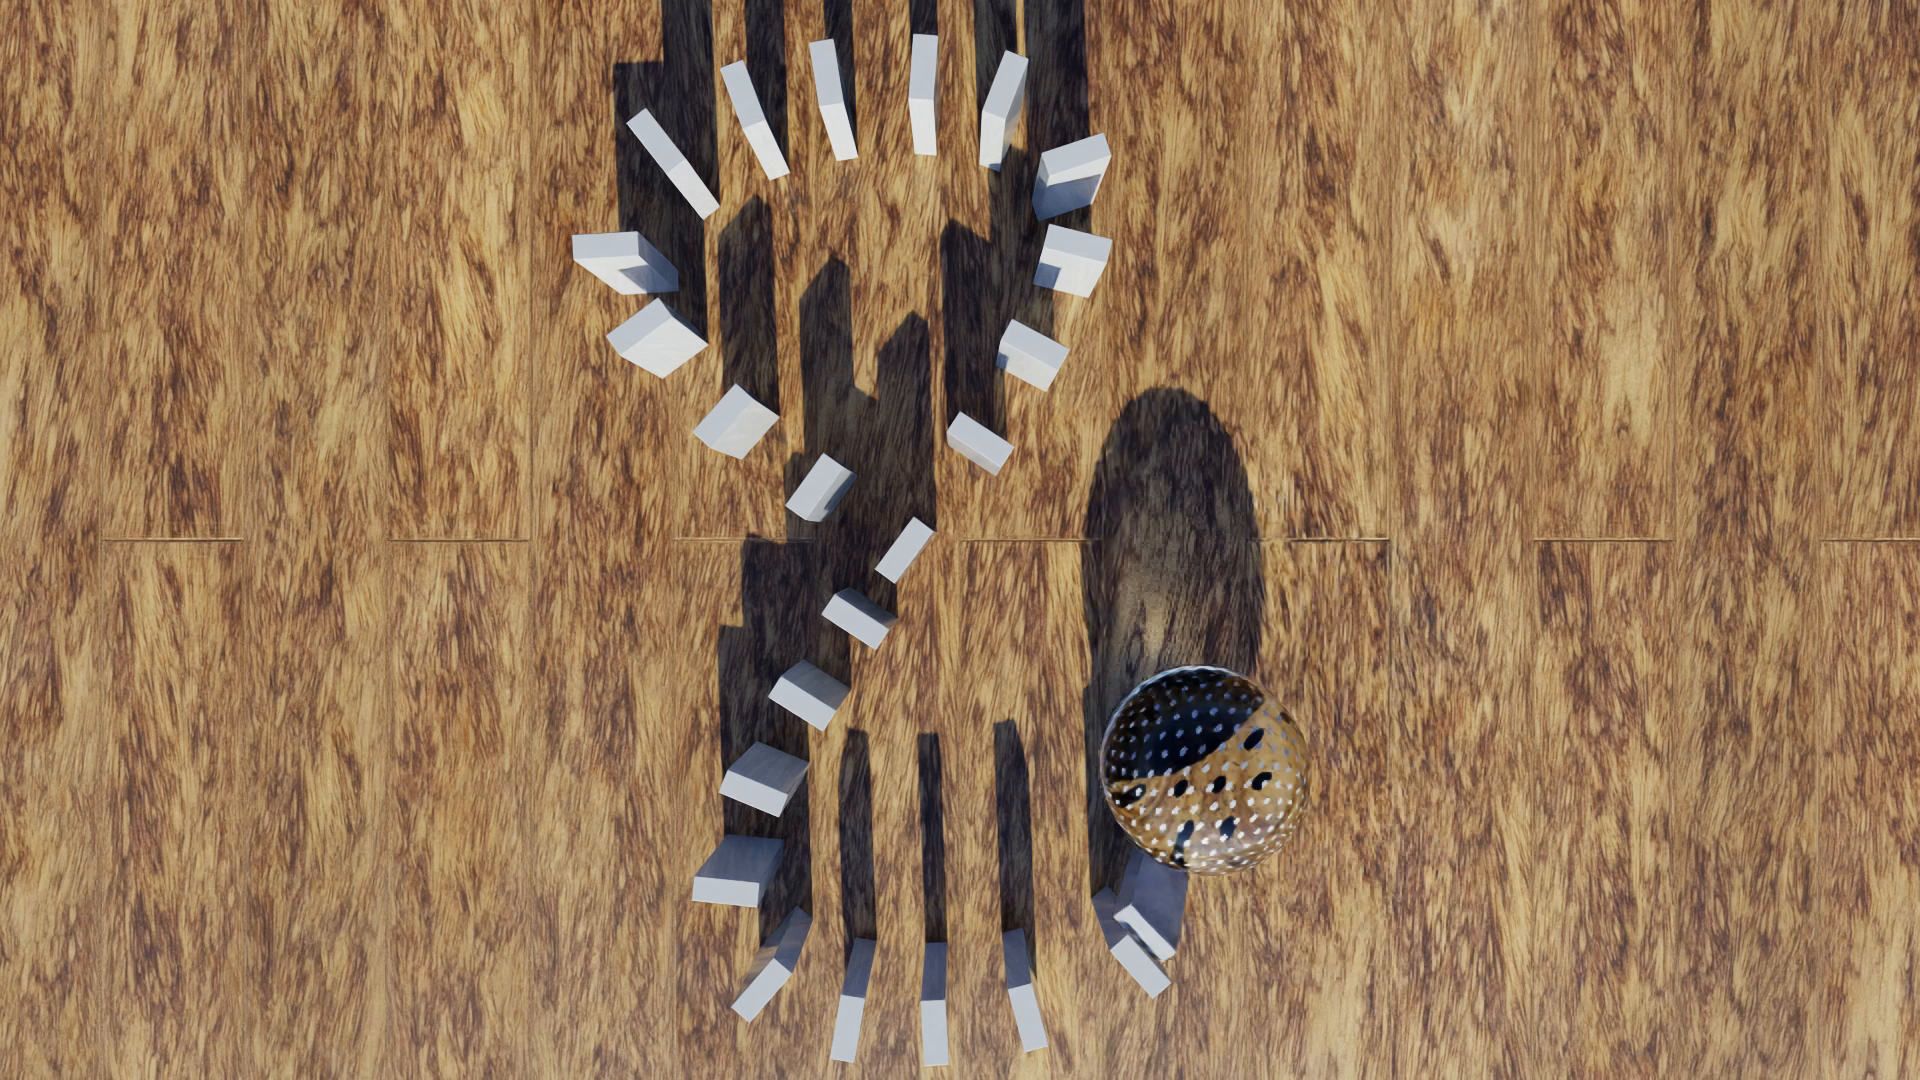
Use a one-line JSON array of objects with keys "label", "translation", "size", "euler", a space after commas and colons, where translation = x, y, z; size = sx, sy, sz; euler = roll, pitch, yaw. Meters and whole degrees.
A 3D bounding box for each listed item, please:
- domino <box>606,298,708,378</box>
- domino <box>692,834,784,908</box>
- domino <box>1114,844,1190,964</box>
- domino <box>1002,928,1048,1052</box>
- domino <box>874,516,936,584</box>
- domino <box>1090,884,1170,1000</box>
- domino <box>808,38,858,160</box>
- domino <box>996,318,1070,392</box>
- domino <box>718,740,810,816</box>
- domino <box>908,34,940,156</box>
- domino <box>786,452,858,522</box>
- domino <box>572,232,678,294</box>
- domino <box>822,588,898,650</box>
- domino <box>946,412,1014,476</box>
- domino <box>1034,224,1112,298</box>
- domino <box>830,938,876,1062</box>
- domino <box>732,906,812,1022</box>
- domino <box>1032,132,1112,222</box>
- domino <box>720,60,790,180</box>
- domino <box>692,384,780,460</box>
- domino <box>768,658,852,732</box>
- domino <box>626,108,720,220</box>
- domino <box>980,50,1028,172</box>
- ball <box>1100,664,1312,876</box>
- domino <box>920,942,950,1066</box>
[{"label": "domino", "translation": [-0.123, -0.082, 0.375], "size": [0.025, 0.050, 0.009], "euler": [-36, 90, 0]}, {"label": "domino", "translation": [-0.090, 0.134, 0.375], "size": [0.025, 0.050, 0.009], "euler": [6, 90, 0]}, {"label": "domino", "translation": [0.079, 0.145, 0.375], "size": [0.025, 0.050, 0.009], "euler": [46, 114, 3]}, {"label": "domino", "translation": [0.026, 0.182, 0.375], "size": [0.010, 0.050, 0.025], "euler": [-15, 90, 0]}, {"label": "domino", "translation": [-0.021, 0.004, 0.375], "size": [0.010, 0.050, 0.025], "euler": [37, 90, 0]}, {"label": "domino", "translation": [0.069, 0.163, 0.375], "size": [0.009, 0.050, 0.025], "euler": [-42, 90, 0]}, {"label": "domino", "translation": [-0.051, -0.179, 0.375], "size": [0.009, 0.050, 0.025], "euler": [-9, 90, 0]}, {"label": "domino", "translation": [0.029, -0.075, 0.375], "size": [0.025, 0.050, 0.009], "euler": [28, 90, 0]}, {"label": "domino", "translation": [-0.079, 0.097, 0.375], "size": [0.025, 0.050, 0.009], "euler": [22, 90, 0]}, {"label": "domino", "translation": [-0.014, -0.181, 0.375], "size": [0.010, 0.050, 0.025], "euler": [4, 90, 0]}, {"label": "domino", "translation": [-0.056, -0.021, 0.375], "size": [0.010, 0.050, 0.025], "euler": [36, 90, 0]}, {"label": "domino", "translation": [-0.135, -0.113, 0.375], "size": [0.025, 0.050, 0.009], "euler": [-3, 90, 0]}, {"label": "domino", "translation": [-0.040, 0.031, 0.375], "size": [0.025, 0.050, 0.009], "euler": [33, 90, 0]}, {"label": "domino", "translation": [0.008, -0.039, 0.375], "size": [0.025, 0.050, 0.010], "euler": [33, 90, 0]}, {"label": "domino", "translation": [0.045, -0.113, 0.375], "size": [0.025, 0.050, 0.009], "euler": [14, 90, 0]}, {"label": "domino", "translation": [-0.043, 0.187, 0.375], "size": [0.010, 0.050, 0.025], "euler": [10, 90, 0]}, {"label": "domino", "translation": [-0.076, 0.172, 0.375], "size": [0.010, 0.050, 0.025], "euler": [41, 90, 0]}, {"label": "domino", "translation": [0.045, -0.147, 0.375], "size": [0.025, 0.050, 0.010], "euler": [-18, 90, 0]}, {"label": "domino", "translation": [-0.083, -0.170, 0.375], "size": [0.010, 0.050, 0.025], "euler": [-21, 90, 0]}, {"label": "domino", "translation": [-0.090, -0.048, 0.375], "size": [0.009, 0.050, 0.025], "euler": [42, 90, 0]}, {"label": "domino", "translation": [-0.060, 0.063, 0.375], "size": [0.025, 0.050, 0.010], "euler": [32, 90, 0]}, {"label": "domino", "translation": [-0.116, -0.152, 0.375], "size": [0.009, 0.050, 0.025], "euler": [-38, 90, 0]}, {"label": "domino", "translation": [0.017, -0.174, 0.375], "size": [0.010, 0.050, 0.025], "euler": [21, 90, 0]}, {"label": "ball", "translation": [0.095, 0.089, 0.360], "size": [0.080, 0.080, 0.080], "euler": [0, 90, 0]}, {"label": "domino", "translation": [-0.010, 0.188, 0.375], "size": [0.009, 0.050, 0.025], "euler": [-3, 90, 0]}]
